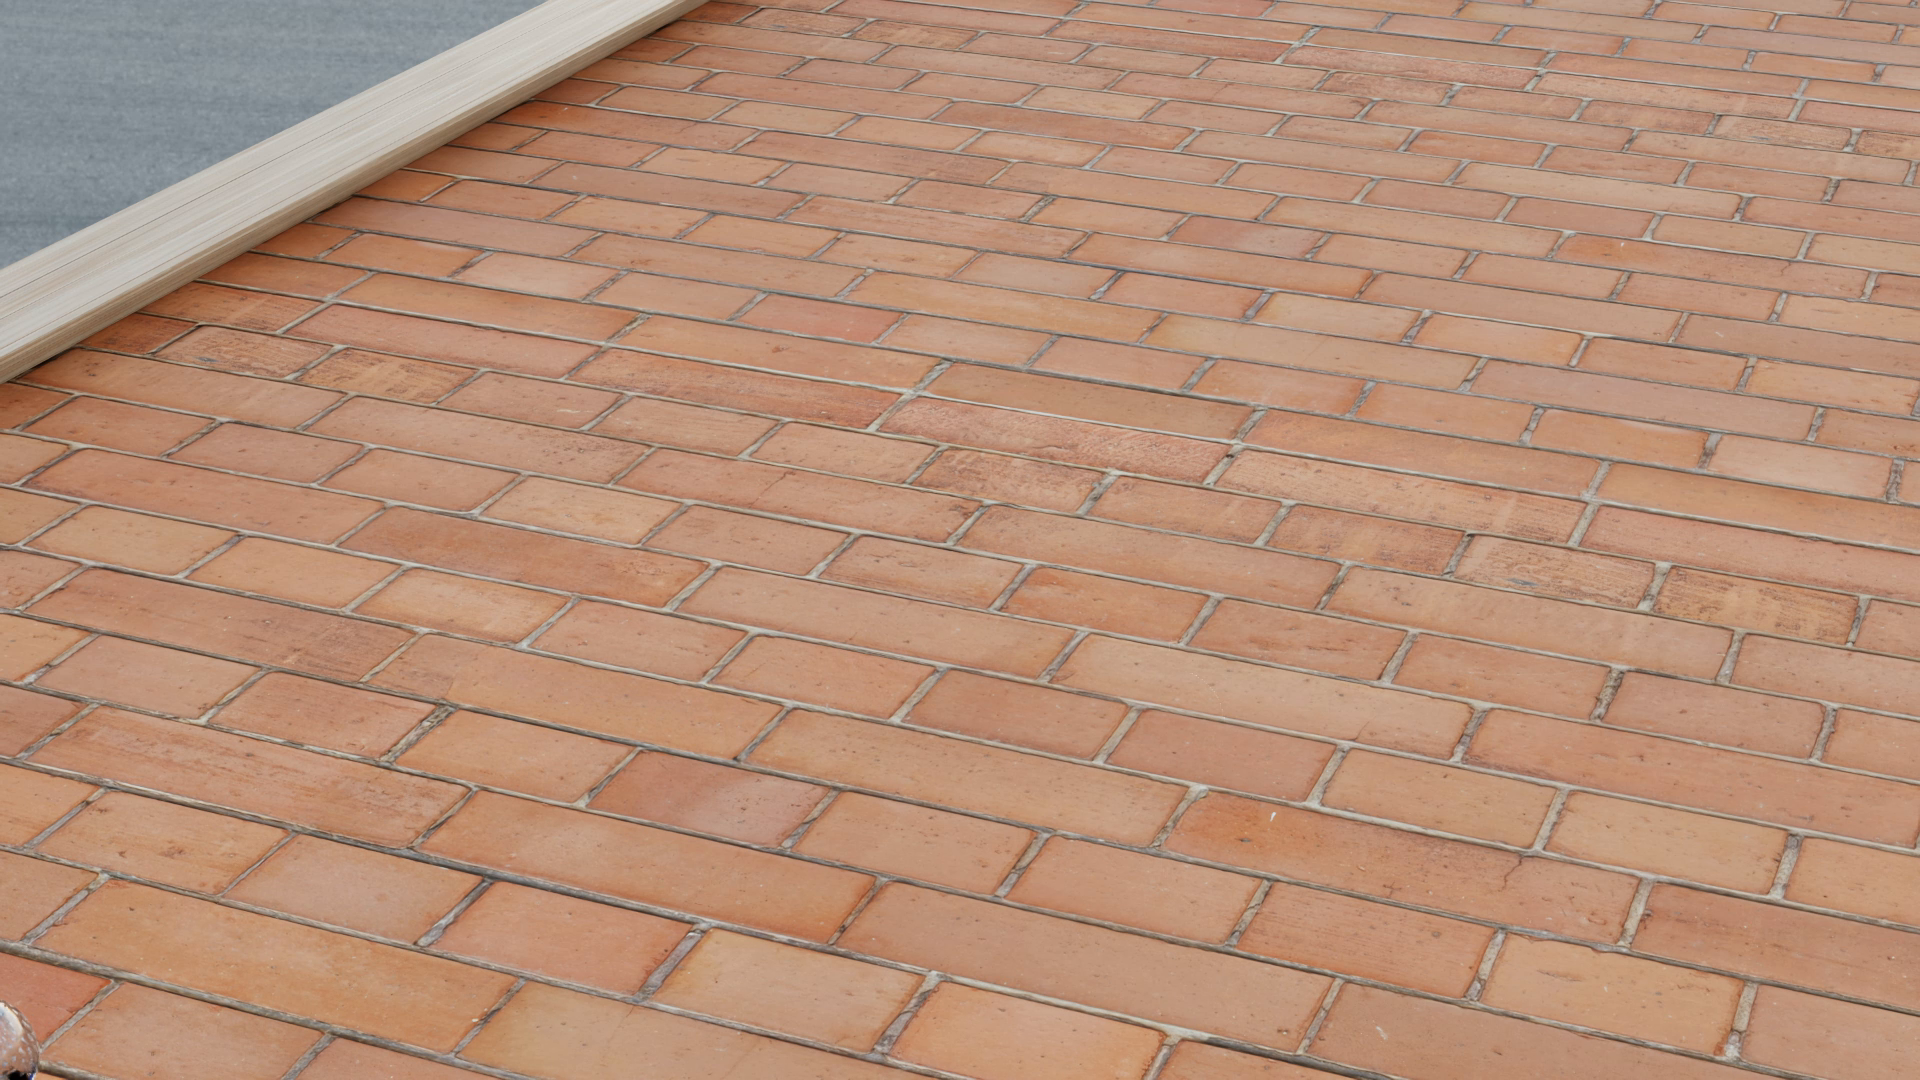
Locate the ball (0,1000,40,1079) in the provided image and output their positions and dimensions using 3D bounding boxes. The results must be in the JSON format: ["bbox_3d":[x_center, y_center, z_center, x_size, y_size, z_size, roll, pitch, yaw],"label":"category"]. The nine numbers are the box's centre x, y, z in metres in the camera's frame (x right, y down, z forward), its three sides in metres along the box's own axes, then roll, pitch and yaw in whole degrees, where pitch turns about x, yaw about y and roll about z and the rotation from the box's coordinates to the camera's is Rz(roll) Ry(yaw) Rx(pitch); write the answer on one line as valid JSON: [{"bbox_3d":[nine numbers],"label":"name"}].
[{"bbox_3d":[-0.455,0.239,1.358,0.058,0.058,0.058,0,25,0],"label":"ball"}]

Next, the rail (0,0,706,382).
[{"bbox_3d":[-0.415,-0.435,2.748,0.045,0.083,3.036,10,27,20],"label":"rail"}]
